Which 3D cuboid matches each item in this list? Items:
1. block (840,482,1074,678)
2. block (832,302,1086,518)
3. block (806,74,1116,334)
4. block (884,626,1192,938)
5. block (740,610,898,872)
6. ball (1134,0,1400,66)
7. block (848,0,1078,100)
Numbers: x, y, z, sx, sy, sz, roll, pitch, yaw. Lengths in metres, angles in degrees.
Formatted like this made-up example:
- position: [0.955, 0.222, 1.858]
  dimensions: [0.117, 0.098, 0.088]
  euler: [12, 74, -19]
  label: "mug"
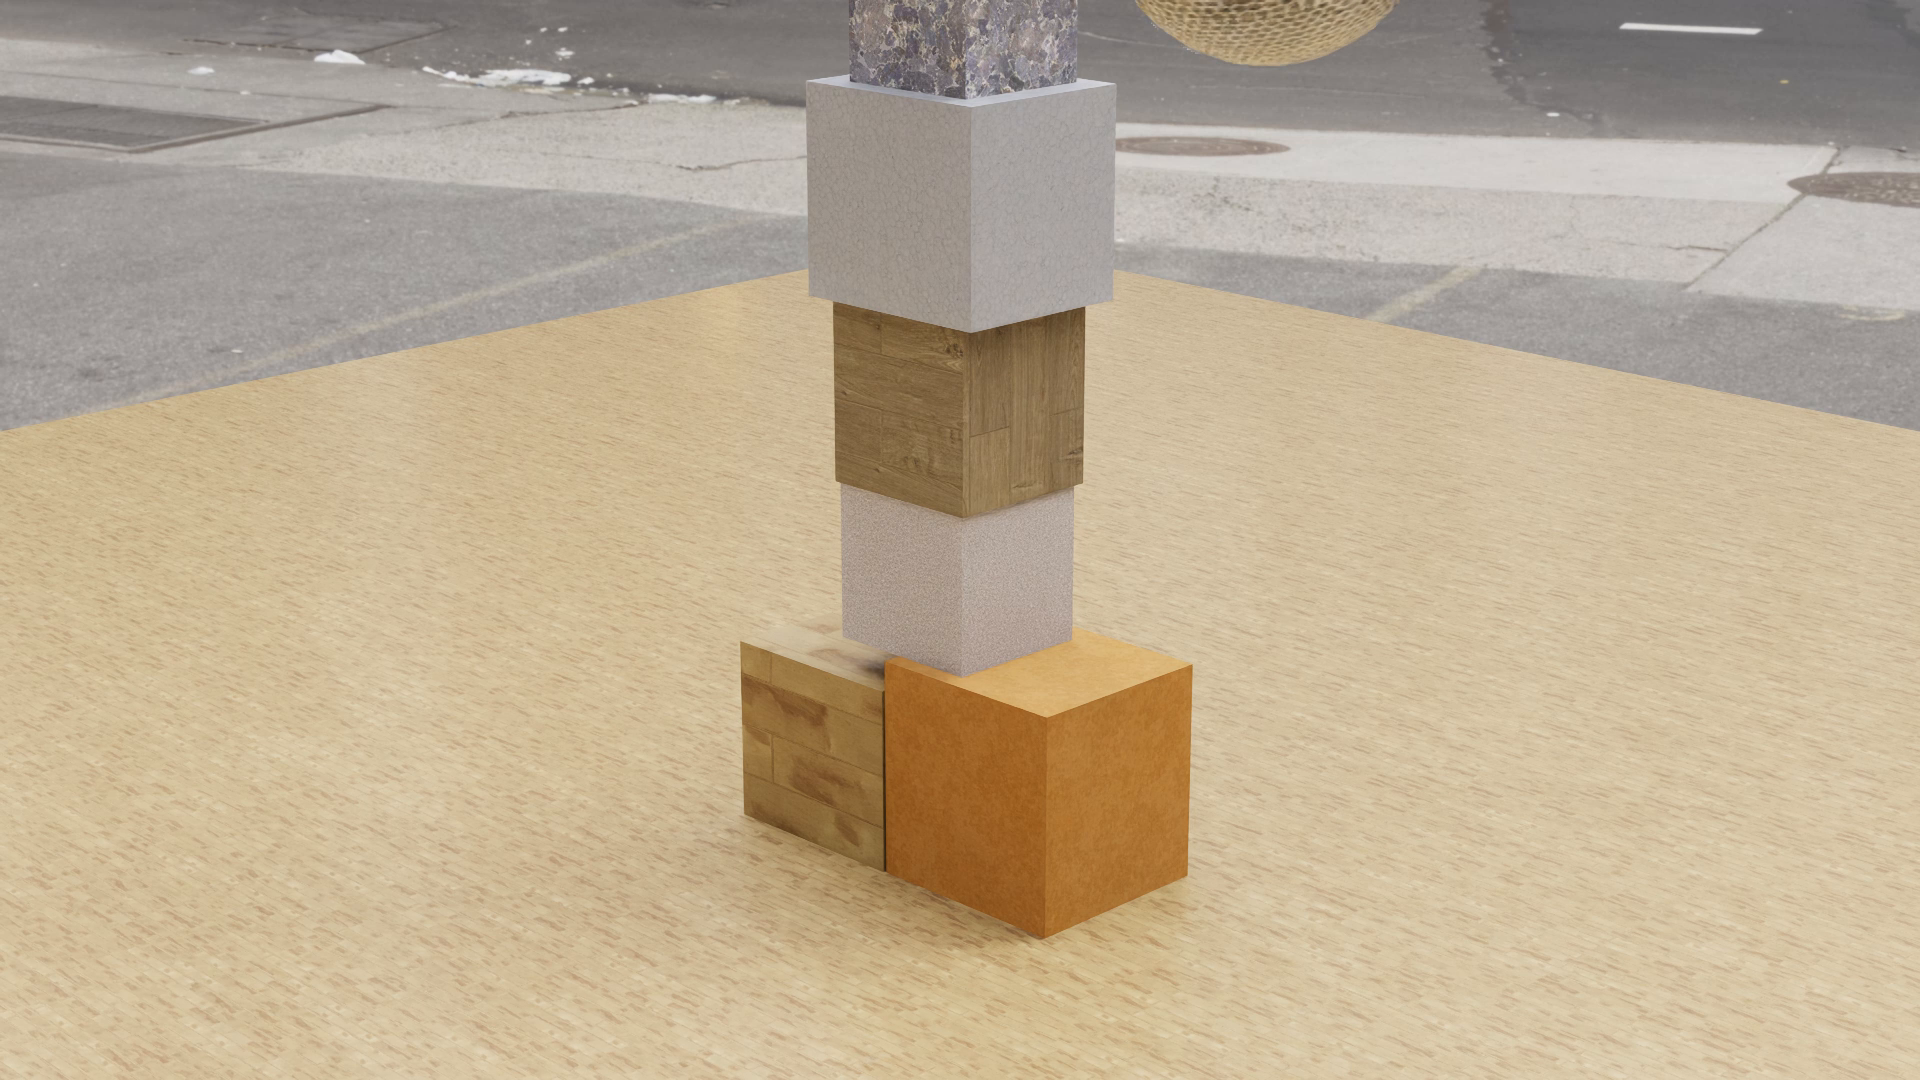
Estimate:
- position: [-0.012, 0.096, 13.359]
  dimensions: [0.717, 0.744, 0.776]
  euler: [-17, 24, -42]
  label: "block"
- position: [-0.004, -0.667, 13.128]
  dimensions: [0.770, 0.851, 0.815]
  euler: [-17, 24, -42]
  label: "block"
- position: [0.003, -1.530, 12.864]
  dimensions: [0.893, 0.955, 1.015]
  euler: [-17, 24, -42]
  label: "block"
- position: [0.353, 1.042, 13.309]
  dimensions: [0.951, 1.031, 1.003]
  euler: [-17, 24, -42]
  label: "block"
- position: [-0.372, 0.906, 13.987]
  dimensions: [0.916, 0.885, 0.974]
  euler: [-17, 24, -42]
  label: "block"
- position: [1.467, -3.057, 13.918]
  dimensions: [1.600, 1.600, 1.600]
  euler: [0, 17, 0]
  label: "ball"
- position: [0.013, -2.286, 12.637]
  dimensions: [0.683, 0.623, 0.710]
  euler: [-17, 24, -42]
  label: "block"
